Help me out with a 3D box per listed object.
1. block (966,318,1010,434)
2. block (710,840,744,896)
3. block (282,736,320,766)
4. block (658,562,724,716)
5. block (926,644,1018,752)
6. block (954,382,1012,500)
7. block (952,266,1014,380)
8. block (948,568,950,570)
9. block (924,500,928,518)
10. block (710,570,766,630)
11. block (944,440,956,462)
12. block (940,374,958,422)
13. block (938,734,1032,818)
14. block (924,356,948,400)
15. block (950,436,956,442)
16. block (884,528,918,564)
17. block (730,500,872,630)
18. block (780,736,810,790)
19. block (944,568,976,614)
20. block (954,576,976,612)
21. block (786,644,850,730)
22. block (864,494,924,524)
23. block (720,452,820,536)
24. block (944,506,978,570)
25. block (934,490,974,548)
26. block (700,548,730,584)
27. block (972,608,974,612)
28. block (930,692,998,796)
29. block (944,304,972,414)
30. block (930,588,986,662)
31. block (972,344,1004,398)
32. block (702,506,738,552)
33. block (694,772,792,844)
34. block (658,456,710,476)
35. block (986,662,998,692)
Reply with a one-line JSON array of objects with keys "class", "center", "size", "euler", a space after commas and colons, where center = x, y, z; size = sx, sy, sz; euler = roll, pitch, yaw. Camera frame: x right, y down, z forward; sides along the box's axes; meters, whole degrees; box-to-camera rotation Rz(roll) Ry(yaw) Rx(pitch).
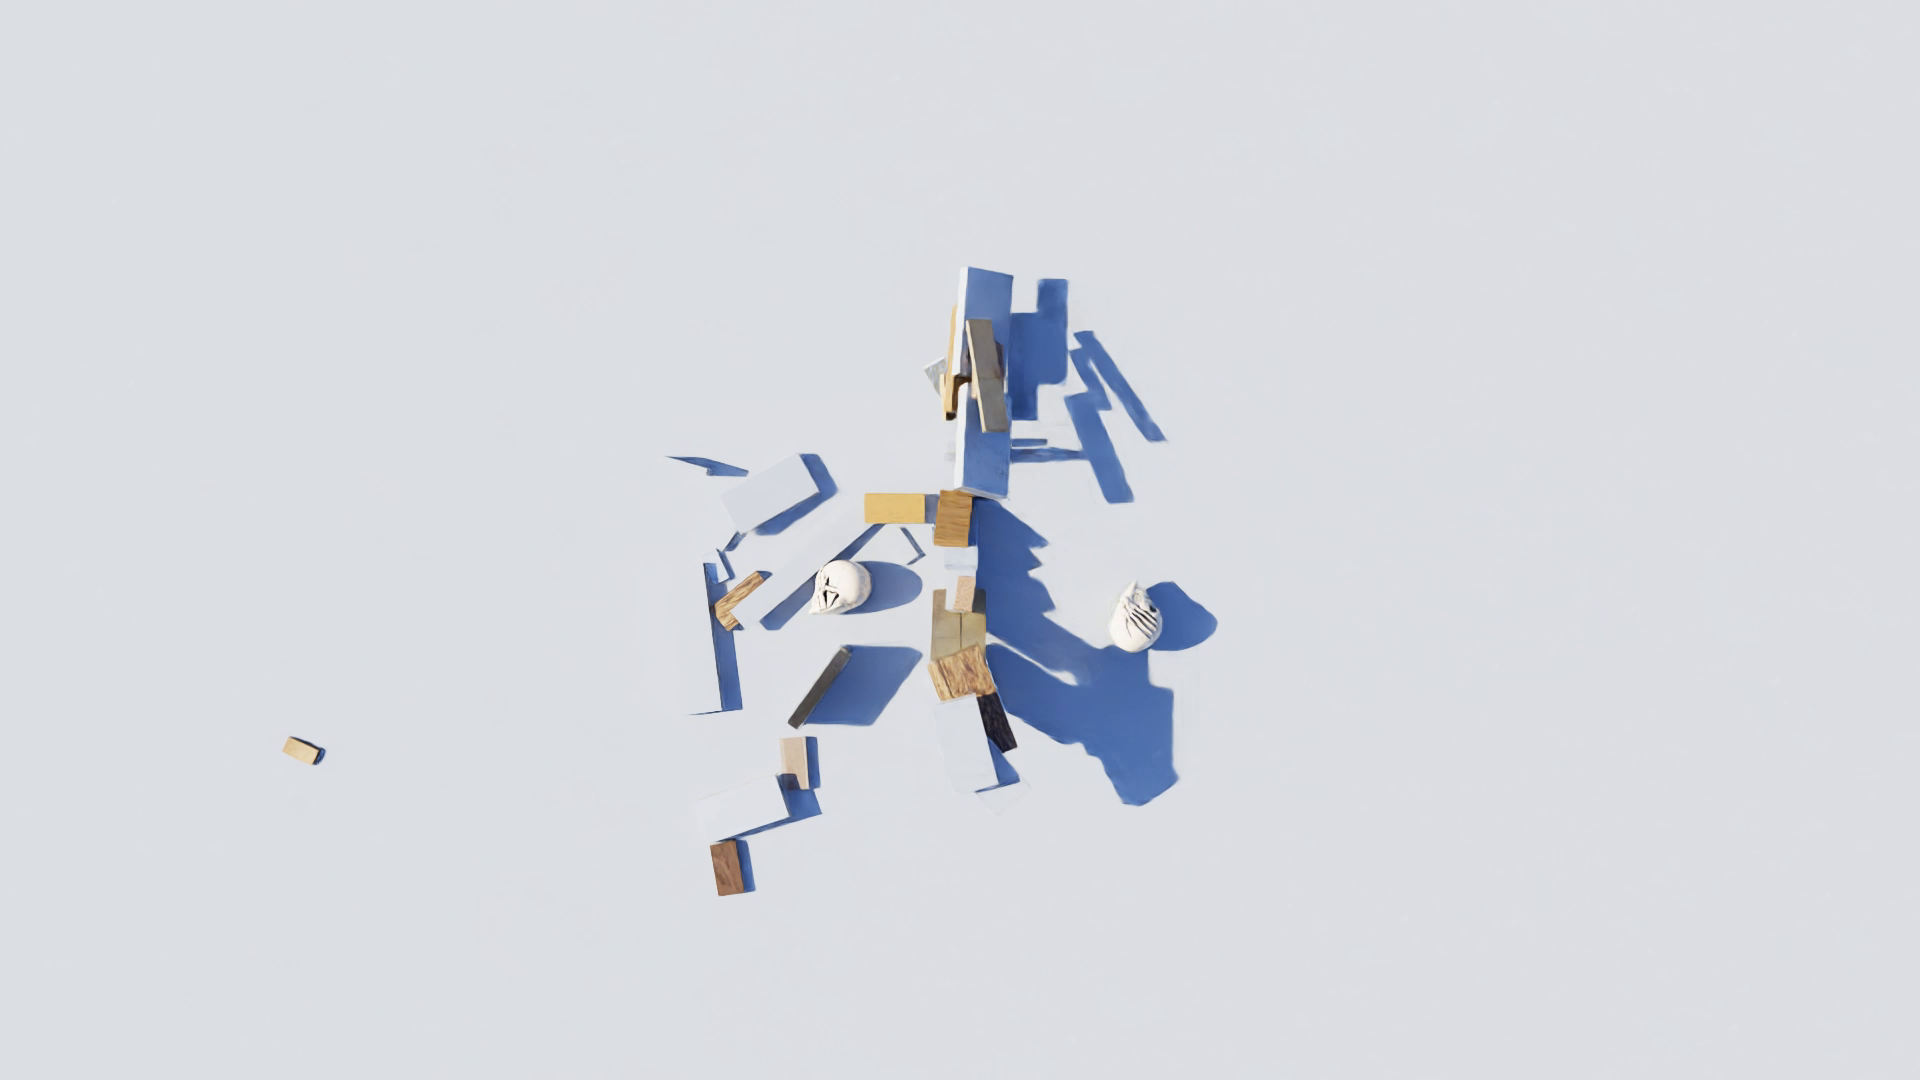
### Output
[{"class": "block", "center": [0.086, -0.521, 5.222], "size": [0.081, 0.023, 0.387], "euler": [-1, 70, -22]}, {"class": "block", "center": [-0.774, 1.092, 5.488], "size": [0.086, 0.024, 0.173], "euler": [-10, 90, 0]}, {"class": "block", "center": [-2.195, 0.702, 5.492], "size": [0.110, 0.016, 0.055], "euler": [25, 90, 0]}, {"class": "block", "center": [-0.893, 0.329, 5.479], "size": [0.148, 0.042, 0.492], "euler": [-7, 90, 0]}, {"class": "block", "center": [0.039, 0.520, 5.202], "size": [0.175, 0.049, 0.349], "euler": [-21, 99, 1]}, {"class": "block", "center": [0.075, -0.314, 5.258], "size": [0.174, 0.049, 0.347], "euler": [13, 71, -30]}, {"class": "block", "center": [0.074, -0.699, 5.355], "size": [0.174, 0.049, 0.347], "euler": [6, 88, -29]}, {"class": "block", "center": [0.004, 0.049, 5.454], "size": [0.090, 0.025, 0.179], "euler": [0, 68, 0]}, {"class": "block", "center": [-0.165, -0.102, 5.492], "size": [0.114, 0.016, 0.057], "euler": [-2, 90, 0]}, {"class": "block", "center": [-0.724, 0.202, 5.486], "size": [0.198, 0.028, 0.099], "euler": [-39, 90, 0]}, {"class": "block", "center": [0.007, -0.284, 5.388], "size": [0.111, 0.221, 0.031], "euler": [8, 83, 0]}, {"class": "block", "center": [-0.026, -0.475, 5.431], "size": [0.077, 0.022, 0.155], "euler": [-17, 113, -38]}, {"class": "block", "center": [0.080, 0.719, 5.187], "size": [0.145, 0.041, 0.291], "euler": [-39, 98, 4]}, {"class": "block", "center": [-0.051, -0.523, 5.457], "size": [0.077, 0.022, 0.155], "euler": [-30, 115, 0]}, {"class": "block", "center": [0.005, -0.328, 5.423], "size": [0.077, 0.155, 0.022], "euler": [-5, 90, 0]}, {"class": "block", "center": [-0.194, 0.020, 5.492], "size": [0.057, 0.016, 0.114], "euler": [-35, 90, 0]}, {"class": "block", "center": [-0.515, 0.084, 5.469], "size": [0.568, 0.024, 0.086], "euler": [-40, 90, -4]}, {"class": "block", "center": [-0.551, 0.743, 5.488], "size": [0.086, 0.024, 0.173], "euler": [-4, 90, 0]}, {"class": "block", "center": [0.004, 0.149, 5.385], "size": [0.090, 0.025, 0.179], "euler": [5, 68, 1]}, {"class": "block", "center": [0.016, 0.175, 5.351], "size": [0.057, 0.016, 0.114], "euler": [7, 68, 3]}, {"class": "block", "center": [-0.463, 0.483, 5.425], "size": [0.042, 0.148, 0.295], "euler": [36, 90, -3]}, {"class": "block", "center": [-0.217, -0.105, 5.465], "size": [0.198, 0.028, 0.099], "euler": [0, 88, -2]}, {"class": "block", "center": [-0.632, -0.153, 5.465], "size": [0.295, 0.042, 0.148], "euler": [-29, 90, -6]}, {"class": "block", "center": [0.003, -0.008, 5.428], "size": [0.111, 0.031, 0.221], "euler": [2, 59, -2]}, {"class": "block", "center": [-0.021, -0.071, 5.412], "size": [0.111, 0.031, 0.221], "euler": [5, 48, 2]}, {"class": "block", "center": [-0.815, 0.088, 5.492], "size": [0.055, 0.016, 0.110], "euler": [-25, 90, 0]}, {"class": "block", "center": [0.003, 0.154, 5.435], "size": [0.090, 0.025, 0.179], "euler": [1, 52, 0]}, {"class": "block", "center": [0.013, 0.635, 5.131], "size": [0.145, 0.041, 0.291], "euler": [-14, 99, 0]}, {"class": "block", "center": [0.048, -0.583, 5.398], "size": [0.174, 0.049, 0.347], "euler": [5, 88, -29]}, {"class": "block", "center": [-0.005, 0.300, 5.356], "size": [0.175, 0.349, 0.049], "euler": [2, 133, 0]}, {"class": "block", "center": [0.090, -0.542, 5.285], "size": [0.099, 0.028, 0.198], "euler": [11, 69, -31]}, {"class": "block", "center": [-0.776, -0.050, 5.489], "size": [0.081, 0.023, 0.161], "euler": [36, 90, 0]}, {"class": "block", "center": [-0.722, 0.890, 5.467], "size": [0.291, 0.041, 0.145], "euler": [-19, 90, 5]}, {"class": "block", "center": [-0.911, -0.246, 5.460], "size": [0.161, 0.081, 0.023], "euler": [16, 90, 0]}, {"class": "block", "center": [0.035, 0.510, 5.373], "size": [0.175, 0.049, 0.349], "euler": [-20, 52, 0]}]
